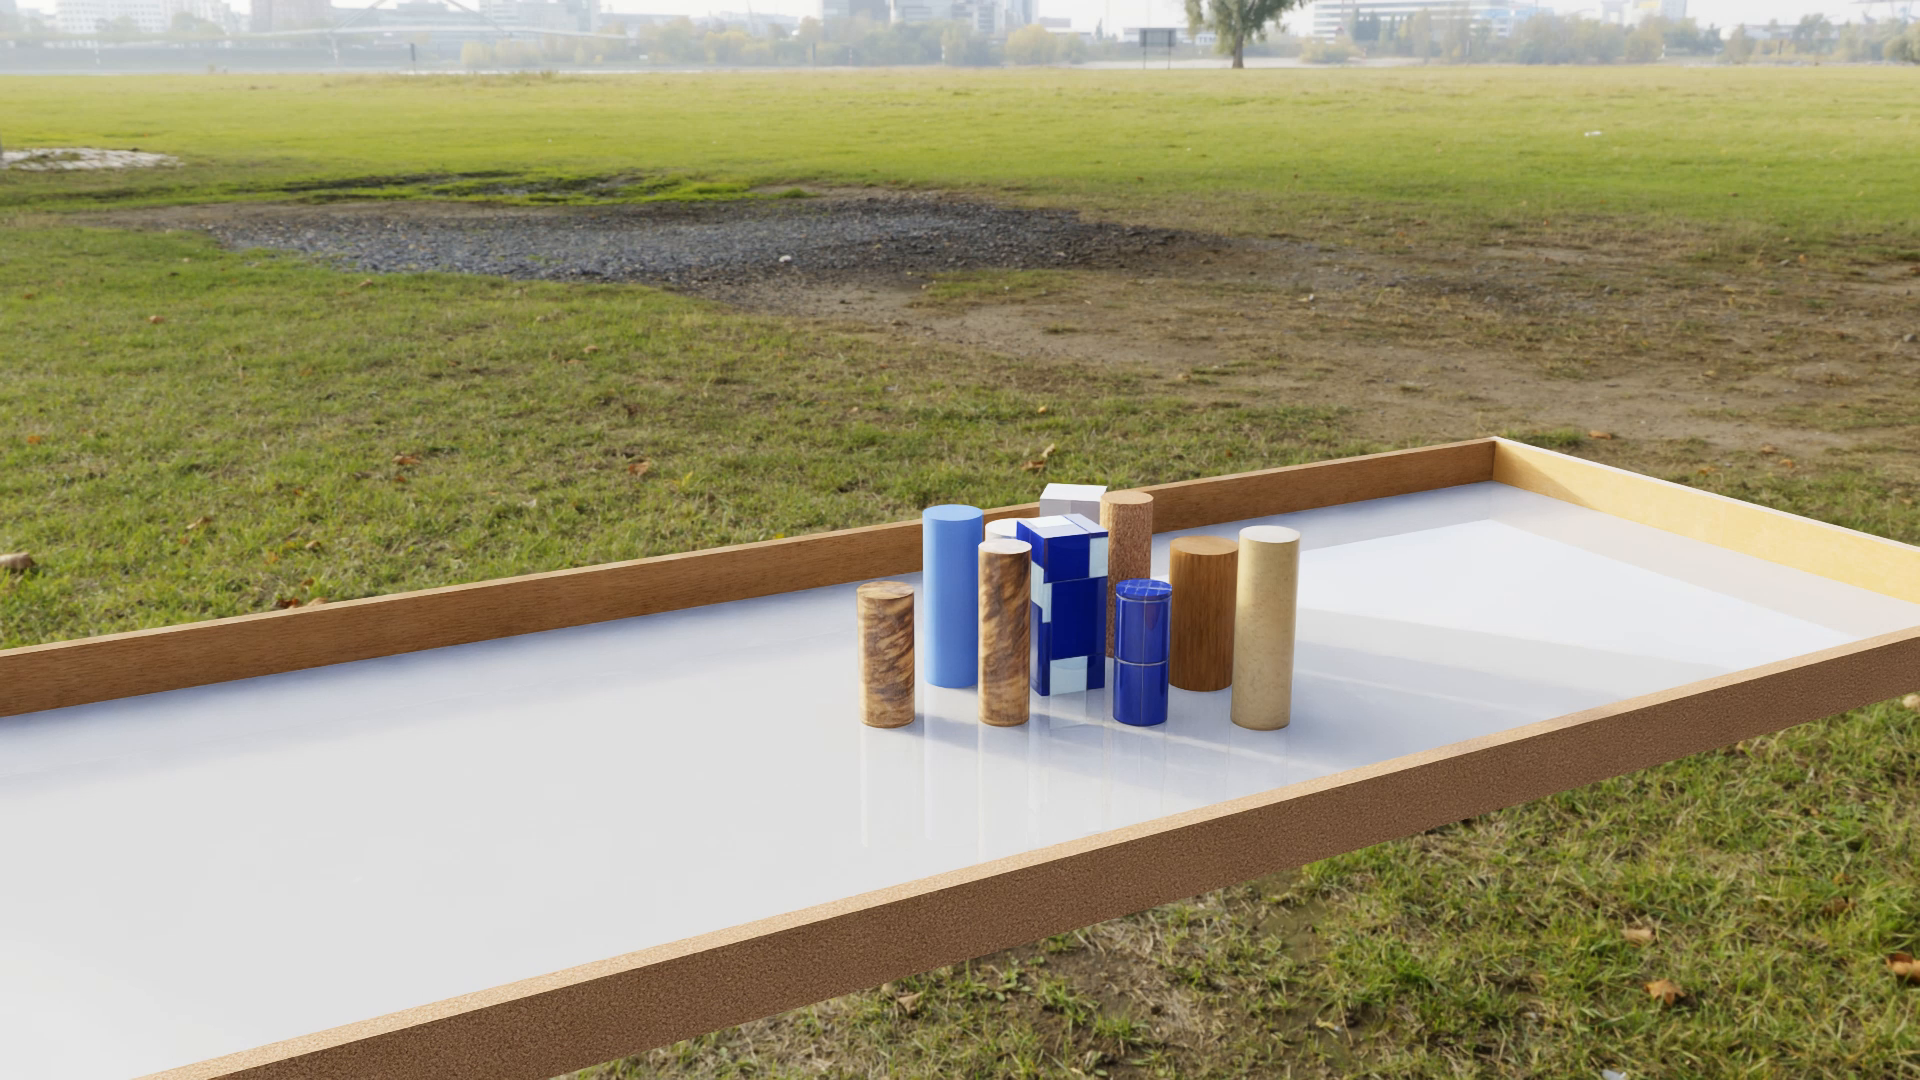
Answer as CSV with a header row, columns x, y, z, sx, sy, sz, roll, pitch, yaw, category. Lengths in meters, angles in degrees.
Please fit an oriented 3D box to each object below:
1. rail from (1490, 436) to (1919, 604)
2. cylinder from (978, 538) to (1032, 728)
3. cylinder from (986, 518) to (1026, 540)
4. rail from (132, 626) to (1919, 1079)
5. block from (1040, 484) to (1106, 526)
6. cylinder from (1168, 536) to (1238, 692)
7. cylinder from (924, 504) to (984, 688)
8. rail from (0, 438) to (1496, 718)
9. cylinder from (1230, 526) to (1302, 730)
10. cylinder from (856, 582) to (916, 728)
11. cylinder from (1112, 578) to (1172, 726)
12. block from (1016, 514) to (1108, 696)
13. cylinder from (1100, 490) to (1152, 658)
x,y,z,sx,sy,sz,roll,pitch,yaw,category
2.466,-0.048,5.253,0.050,0.150,2.100,-9,18,-27,rail
0.104,0.218,3.862,0.123,0.424,0.123,0,16,0,cylinder
0.149,0.125,4.341,0.167,0.331,0.167,0,16,0,cylinder
-2.336,1.006,1.665,12.000,0.150,0.050,-9,18,-27,rail
0.314,0.039,4.594,0.165,0.355,0.165,3,17,11,block
0.602,0.182,4.110,0.169,0.353,0.169,0,16,0,cylinder
-0.017,0.140,4.111,0.148,0.433,0.148,0,16,0,cylinder
-3.305,0.497,3.399,12.000,0.150,0.050,-9,18,-27,rail
0.711,0.206,3.844,0.140,0.458,0.140,0,16,0,cylinder
-0.173,0.269,3.874,0.133,0.319,0.133,0,16,0,cylinder
0.429,0.264,3.882,0.131,0.323,0.131,0,16,0,cylinder
0.250,0.159,4.097,0.171,0.405,0.171,-6,17,-20,block
0.429,0.091,4.303,0.135,0.418,0.135,0,16,0,cylinder
